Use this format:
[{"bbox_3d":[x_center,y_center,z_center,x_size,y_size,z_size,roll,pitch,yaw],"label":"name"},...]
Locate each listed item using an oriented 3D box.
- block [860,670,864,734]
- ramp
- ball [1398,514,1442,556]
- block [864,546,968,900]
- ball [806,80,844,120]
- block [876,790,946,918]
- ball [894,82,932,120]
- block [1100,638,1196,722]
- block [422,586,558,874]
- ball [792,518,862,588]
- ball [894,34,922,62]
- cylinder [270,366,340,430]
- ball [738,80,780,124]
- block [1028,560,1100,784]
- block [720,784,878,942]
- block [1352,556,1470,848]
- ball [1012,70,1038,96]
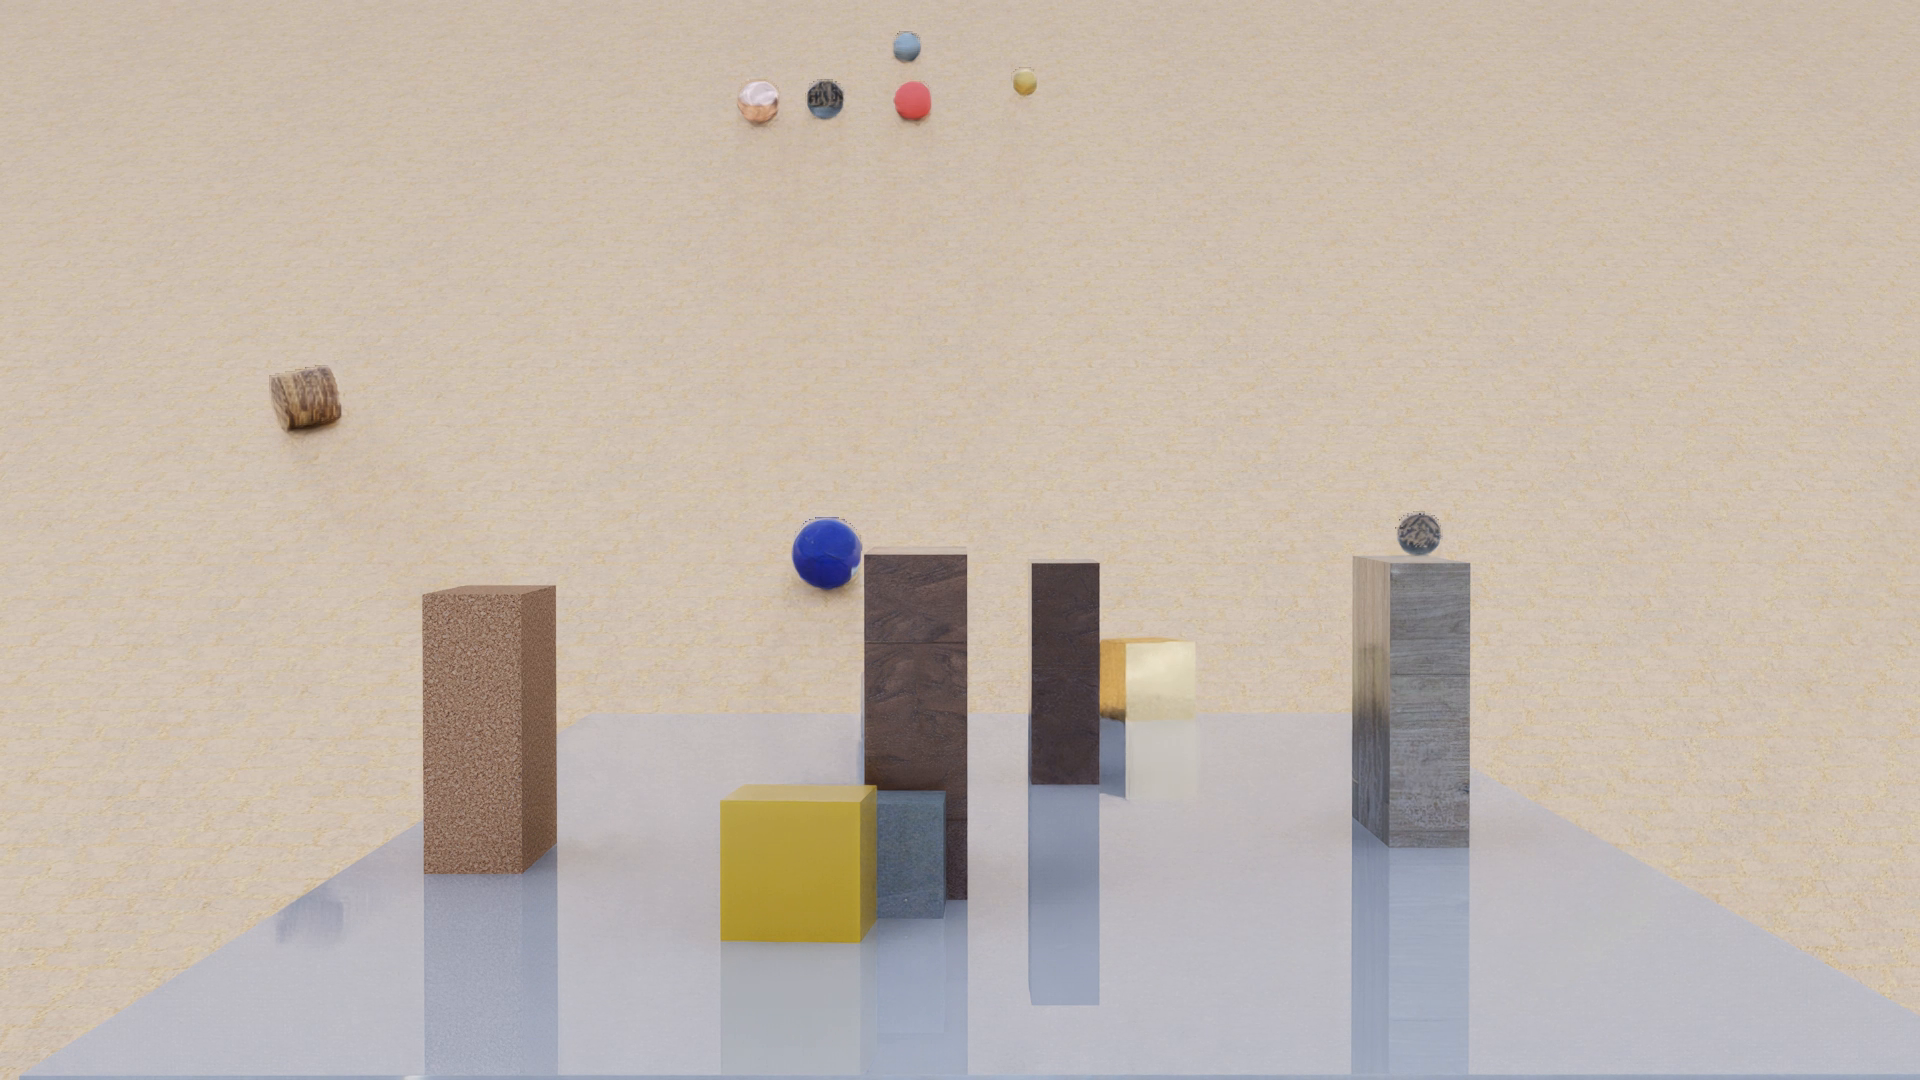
[{"bbox_3d":[-0.145,0.382,6.021,0.146,0.146,0.146,0,1,-14],"label":"block"},{"bbox_3d":[0.059,0.538,4.574,2.000,0.100,4.000,0,1,0],"label":"ramp"},{"bbox_3d":[1.346,-0.014,7.560,0.126,0.126,0.126,0,26,0],"label":"ball"},{"bbox_3d":[-0.063,0.259,3.865,0.146,0.489,0.444,0,1,0],"label":"block"},{"bbox_3d":[-0.597,-1.951,11.447,0.168,0.168,0.168,0,26,0],"label":"ball"},{"bbox_3d":[-0.099,0.433,3.568,0.155,0.155,0.155,0,1,1],"label":"block"},{"bbox_3d":[-0.208,-1.948,11.438,0.169,0.169,0.169,0,26,0],"label":"ball"},{"bbox_3d":[0.461,0.348,6.483,0.192,0.192,0.192,-1,1,-23],"label":"block"},{"bbox_3d":[-0.735,0.289,4.056,0.149,0.422,0.340,0,1,0],"label":"block"},{"bbox_3d":[-0.380,0.039,7.368,0.201,0.201,0.201,0,26,0],"label":"ball"},{"bbox_3d":[-0.251,-2.345,12.285,0.133,0.133,0.133,0,26,0],"label":"ball"},{"bbox_3d":[-2.132,-0.461,8.409,0.177,0.177,0.177,-14,29,-25],"label":"cylinder"},{"bbox_3d":[-0.887,-1.933,11.388,0.187,0.187,0.187,0,26,0],"label":"ball"},{"bbox_3d":[0.206,0.258,5.148,0.133,0.432,0.244,0,1,0],"label":"block"},{"bbox_3d":[-0.210,0.424,3.404,0.181,0.181,0.181,0,1,5],"label":"block"},{"bbox_3d":[0.757,0.262,4.354,0.129,0.460,0.394,0,1,0],"label":"block"},{"bbox_3d":[0.299,-2.088,11.782,0.117,0.117,0.117,0,26,0],"label":"ball"}]
